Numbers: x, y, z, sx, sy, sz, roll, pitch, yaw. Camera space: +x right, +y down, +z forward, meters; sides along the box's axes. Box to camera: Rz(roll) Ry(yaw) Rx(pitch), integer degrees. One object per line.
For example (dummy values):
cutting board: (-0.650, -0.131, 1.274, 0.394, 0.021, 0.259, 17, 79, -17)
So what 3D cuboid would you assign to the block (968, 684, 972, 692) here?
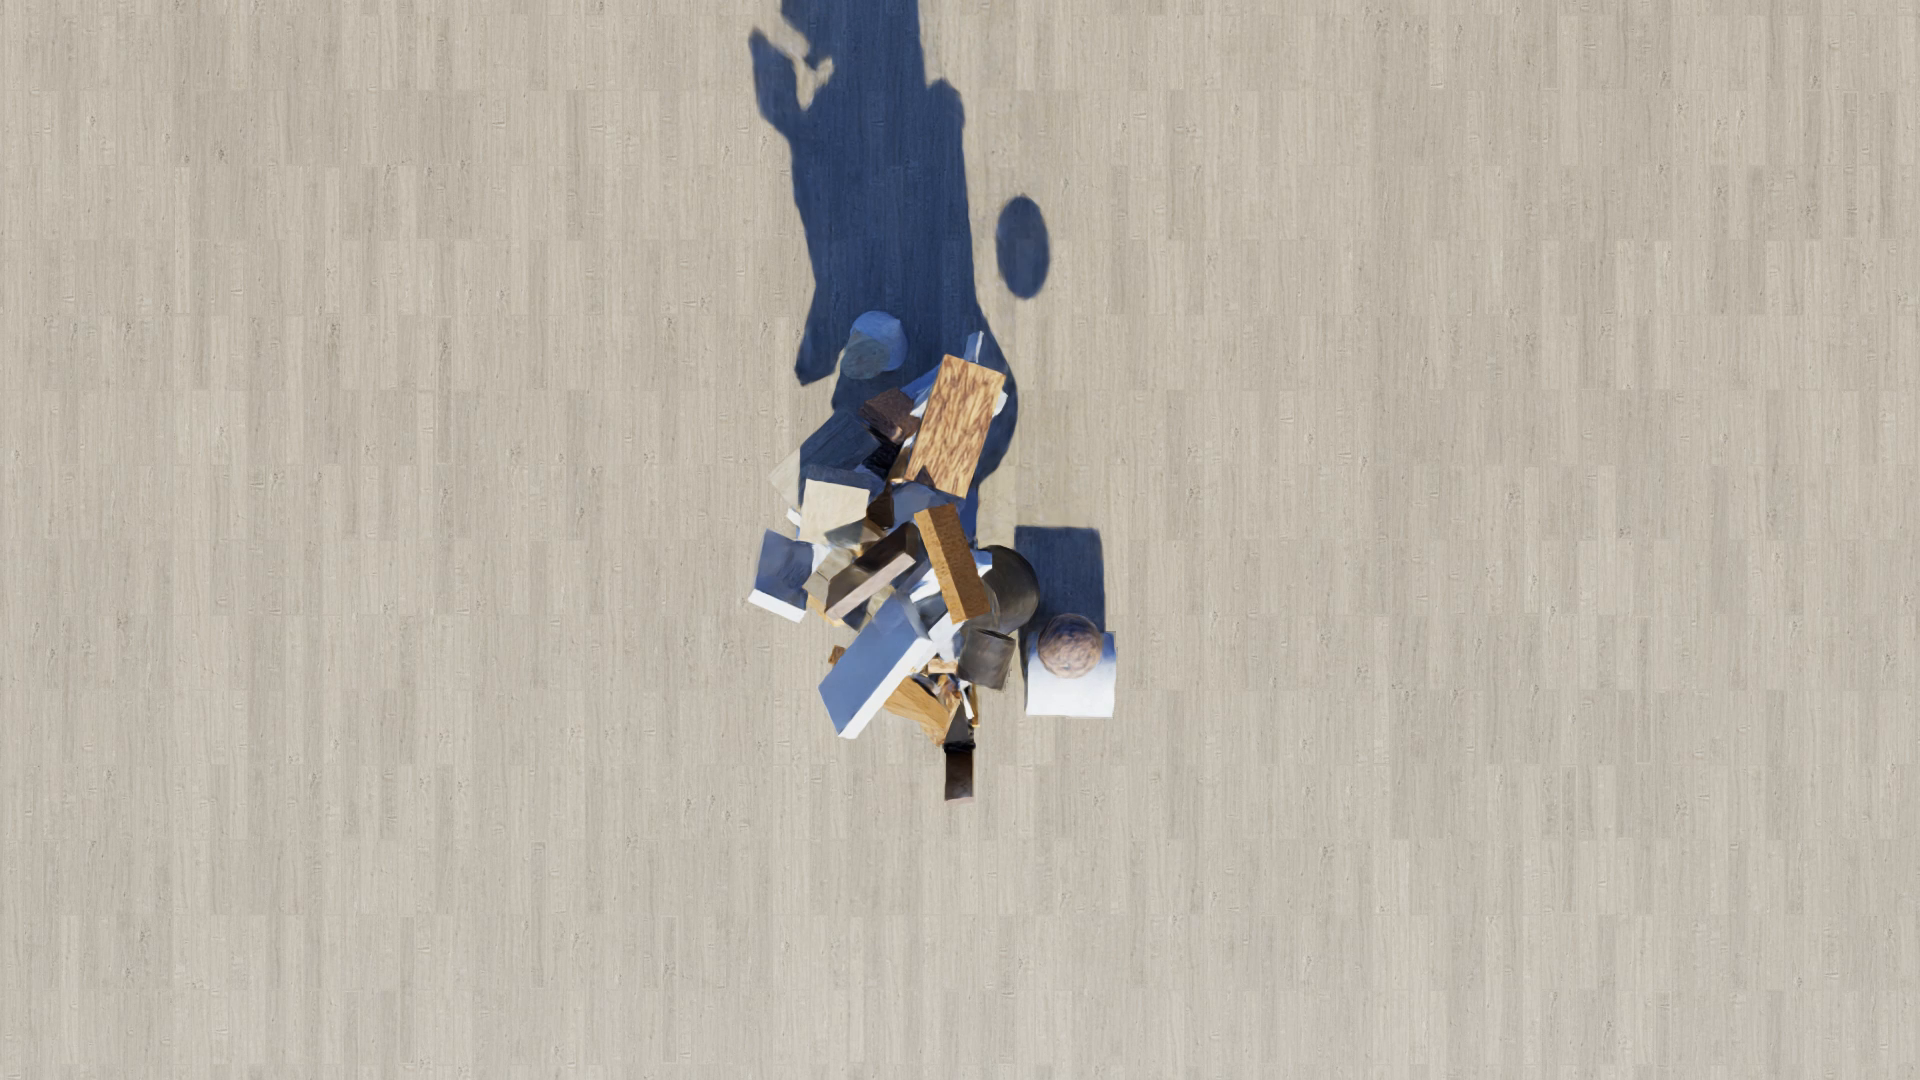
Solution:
block: (-0.010, 0.401, 5.433, 0.101, 0.029, 0.202, -1, 70, 13)

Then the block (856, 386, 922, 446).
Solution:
block: (-0.177, -0.353, 4.630, 0.141, 0.562, 0.040, 38, 101, -1)

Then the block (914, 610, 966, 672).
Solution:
block: (-0.057, 0.244, 4.317, 0.050, 0.351, 0.176, 42, 93, 0)

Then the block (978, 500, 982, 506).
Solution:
block: (0.005, -0.136, 5.376, 0.124, 0.248, 0.035, 26, 90, 0)

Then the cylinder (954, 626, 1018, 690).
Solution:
cylinder: (0.070, 0.318, 4.453, 0.136, 0.136, 0.136, 18, 95, 0)

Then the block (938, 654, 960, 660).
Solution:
block: (-0.017, 0.326, 4.685, 0.079, 0.315, 0.022, 5, 80, 3)

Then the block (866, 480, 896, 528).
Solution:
block: (-0.246, -0.110, 4.762, 0.102, 0.203, 0.029, 10, 58, 8)

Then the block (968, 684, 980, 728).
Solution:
block: (0.005, 0.523, 5.438, 0.101, 0.029, 0.202, -10, 66, 9)

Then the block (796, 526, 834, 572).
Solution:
block: (-0.407, 0.041, 4.671, 0.109, 0.031, 0.219, 1, 96, 25)

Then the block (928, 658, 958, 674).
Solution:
block: (-0.049, 0.353, 4.601, 0.082, 0.164, 0.023, 4, 81, 0)

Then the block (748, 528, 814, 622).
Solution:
block: (-0.486, 0.094, 4.504, 0.151, 0.302, 0.043, 25, 120, -15)

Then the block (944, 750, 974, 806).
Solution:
block: (0.001, 0.702, 5.317, 0.090, 0.409, 0.025, -10, 123, 8)

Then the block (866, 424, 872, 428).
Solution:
block: (-0.207, -0.321, 4.796, 0.102, 0.252, 0.029, 41, 100, -2)

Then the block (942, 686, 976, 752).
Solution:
block: (-0.014, 0.578, 5.312, 0.101, 0.029, 0.202, -8, 88, 17)

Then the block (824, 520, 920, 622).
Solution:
block: (-0.221, 0.078, 4.140, 0.281, 0.140, 0.040, -37, 116, 24)

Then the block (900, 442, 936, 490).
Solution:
block: (-0.157, -0.254, 5.277, 0.119, 0.034, 0.238, -30, 76, 27)

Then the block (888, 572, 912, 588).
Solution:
block: (-0.201, 0.154, 5.150, 0.337, 0.168, 0.048, -5, 70, -40)

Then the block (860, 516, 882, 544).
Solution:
block: (-0.327, -0.049, 4.768, 0.109, 0.219, 0.031, -11, 62, 25)

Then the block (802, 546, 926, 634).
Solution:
block: (-0.250, 0.160, 4.335, 0.301, 0.043, 0.151, 39, 84, 3)

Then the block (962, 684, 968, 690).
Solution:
block: (-0.031, 0.409, 4.850, 0.075, 0.150, 0.021, -37, 117, -8)

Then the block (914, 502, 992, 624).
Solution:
block: (-0.016, 0.056, 3.981, 0.040, 0.140, 0.281, -21, 87, 27)

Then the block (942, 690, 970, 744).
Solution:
block: (-0.028, 0.532, 5.095, 0.090, 0.025, 0.179, -11, 87, 6)

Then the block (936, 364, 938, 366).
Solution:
block: (0.000, -0.490, 5.212, 0.152, 0.575, 0.043, 13, 91, 0)

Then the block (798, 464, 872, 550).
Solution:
block: (-0.318, -0.080, 4.186, 0.158, 0.316, 0.045, 10, 61, -4)

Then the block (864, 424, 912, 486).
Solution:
block: (-0.250, -0.265, 5.138, 0.152, 0.304, 0.043, -21, 58, 28)

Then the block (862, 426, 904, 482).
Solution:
block: (-0.236, -0.234, 4.651, 0.102, 0.029, 0.203, 26, 90, 1)

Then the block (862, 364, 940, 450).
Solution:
block: (-0.129, -0.391, 4.928, 0.304, 0.043, 0.152, -31, 96, 13)

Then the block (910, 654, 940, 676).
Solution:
block: (-0.111, 0.369, 4.945, 0.075, 0.150, 0.021, -45, 122, -20)

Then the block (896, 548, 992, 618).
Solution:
block: (-0.050, 0.105, 4.178, 0.140, 0.281, 0.040, 11, 54, -29)

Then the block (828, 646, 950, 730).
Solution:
block: (-0.189, 0.412, 4.564, 0.175, 0.501, 0.050, 14, 74, 23)

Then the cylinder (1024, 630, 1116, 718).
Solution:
cylinder: (0.354, 0.434, 5.362, 0.274, 0.274, 0.274, 2, 90, 0)

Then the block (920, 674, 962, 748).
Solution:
block: (-0.056, 0.506, 4.859, 0.023, 0.425, 0.082, -33, 74, -22)

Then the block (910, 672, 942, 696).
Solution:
block: (-0.119, 0.421, 4.721, 0.082, 0.164, 0.023, 39, 67, -9)

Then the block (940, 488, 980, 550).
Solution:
block: (-0.010, -0.041, 5.228, 0.124, 0.035, 0.248, 5, 91, 6)

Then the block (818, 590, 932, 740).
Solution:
block: (-0.217, 0.316, 4.154, 0.050, 0.175, 0.351, 19, 119, -39)

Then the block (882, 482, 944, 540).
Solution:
block: (-0.186, -0.065, 5.092, 0.168, 0.337, 0.048, 44, 133, 18)

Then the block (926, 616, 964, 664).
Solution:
block: (-0.046, 0.253, 4.514, 0.079, 0.022, 0.157, -31, 89, -5)

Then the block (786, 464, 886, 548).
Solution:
block: (-0.337, -0.110, 4.522, 0.141, 0.040, 0.282, 37, 48, 6)

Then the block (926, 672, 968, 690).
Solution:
block: (-0.031, 0.403, 4.802, 0.075, 0.150, 0.021, -38, 115, -20)

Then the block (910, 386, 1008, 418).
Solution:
block: (-0.007, -0.347, 4.220, 0.158, 0.356, 0.045, 23, 78, -11)

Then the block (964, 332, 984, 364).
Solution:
block: (0.035, -0.512, 4.426, 0.013, 0.047, 0.094, 28, 63, -32)

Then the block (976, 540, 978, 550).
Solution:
block: (-0.006, 0.016, 5.376, 0.124, 0.247, 0.035, 0, 91, 0)

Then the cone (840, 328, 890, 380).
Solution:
cone: (-0.307, -0.602, 5.058, 0.157, 0.157, 0.157, -20, 50, 0)

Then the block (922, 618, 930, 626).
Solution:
block: (-0.191, 0.230, 4.532, 0.151, 0.365, 0.043, -44, 104, -6)

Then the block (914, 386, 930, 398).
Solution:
block: (-0.028, -0.421, 4.559, 0.013, 0.696, 0.047, -36, 98, -13)

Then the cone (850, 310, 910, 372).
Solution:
cone: (-0.227, -0.680, 5.360, 0.212, 0.212, 0.212, 5, 77, -20)

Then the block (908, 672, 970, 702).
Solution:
block: (-0.067, 0.453, 5.167, 0.129, 0.257, 0.036, -19, 47, 6)

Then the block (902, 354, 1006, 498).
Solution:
block: (-0.014, -0.277, 4.015, 0.158, 0.045, 0.316, 19, 90, -10)

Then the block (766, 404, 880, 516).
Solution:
block: (-0.360, -0.209, 4.362, 0.282, 0.040, 0.141, -42, 94, 9)

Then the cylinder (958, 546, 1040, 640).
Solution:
cylinder: (0.061, 0.181, 5.046, 0.275, 0.275, 0.275, 7, 106, 26)

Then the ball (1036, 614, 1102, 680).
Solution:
ball: (0.312, 0.303, 4.706, 0.188, 0.188, 0.188, 0, 90, 0)

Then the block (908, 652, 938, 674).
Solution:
block: (-0.134, 0.286, 5.093, 0.129, 0.036, 0.257, -15, 50, 3)

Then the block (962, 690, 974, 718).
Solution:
block: (-0.021, 0.509, 5.189, 0.090, 0.179, 0.025, -16, 47, 4)

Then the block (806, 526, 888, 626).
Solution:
block: (-0.356, 0.072, 4.963, 0.168, 0.048, 0.337, 37, 112, 30)
